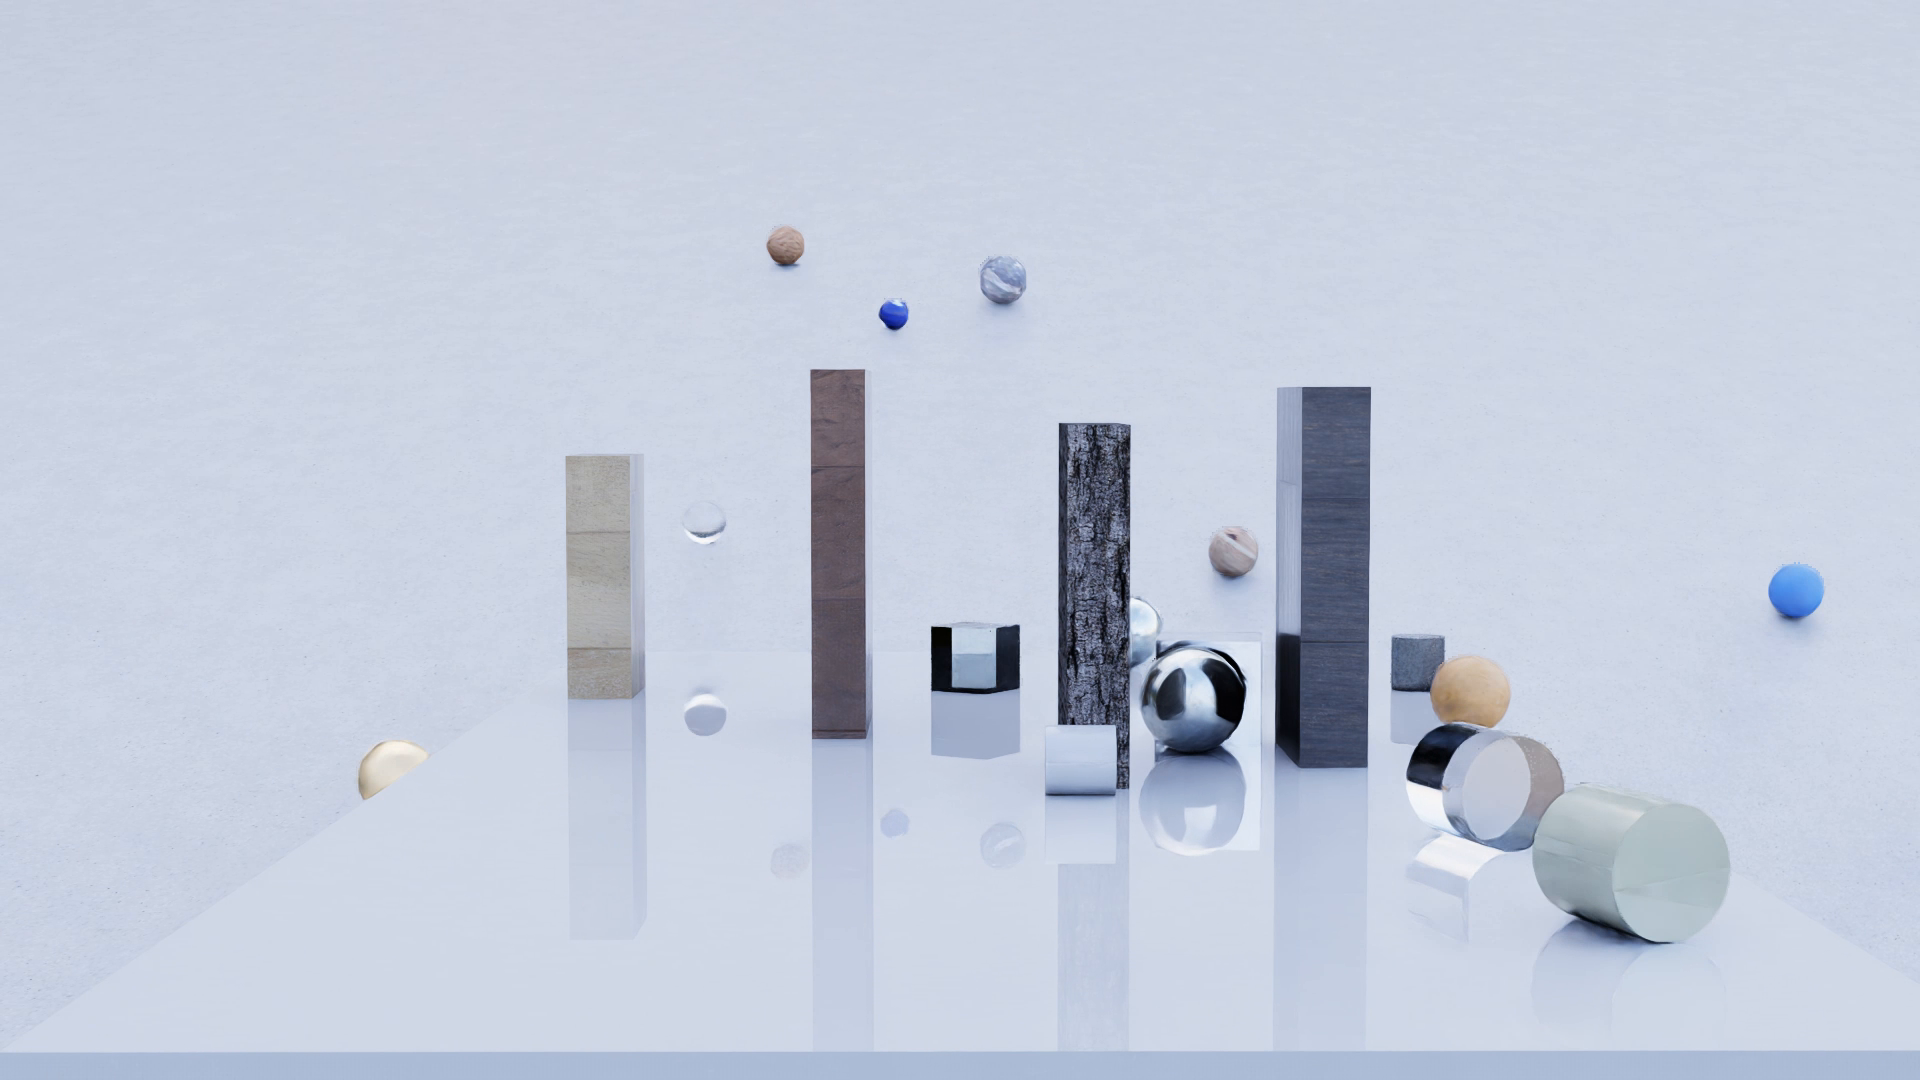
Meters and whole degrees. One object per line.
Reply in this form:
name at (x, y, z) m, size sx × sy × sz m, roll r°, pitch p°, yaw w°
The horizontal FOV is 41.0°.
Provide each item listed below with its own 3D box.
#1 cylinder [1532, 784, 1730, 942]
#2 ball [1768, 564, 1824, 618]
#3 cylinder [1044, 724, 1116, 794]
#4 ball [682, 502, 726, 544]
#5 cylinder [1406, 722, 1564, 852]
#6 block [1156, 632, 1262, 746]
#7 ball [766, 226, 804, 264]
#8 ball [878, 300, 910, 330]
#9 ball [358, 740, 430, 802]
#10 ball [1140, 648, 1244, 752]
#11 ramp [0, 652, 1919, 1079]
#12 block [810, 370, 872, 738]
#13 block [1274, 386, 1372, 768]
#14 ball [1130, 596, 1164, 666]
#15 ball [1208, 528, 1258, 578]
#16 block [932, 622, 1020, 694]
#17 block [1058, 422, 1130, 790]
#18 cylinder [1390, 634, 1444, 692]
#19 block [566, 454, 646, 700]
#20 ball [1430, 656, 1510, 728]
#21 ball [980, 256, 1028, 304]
cylinder at (0.809, 0.389, 3.107) m, size 0.166 × 0.166 × 0.166 m, roll -8°, pitch 6°, yaw -20°
ball at (2.267, 0.139, 6.970) m, size 0.143 × 0.143 × 0.143 m, roll 0°, pitch 21°, yaw 0°
cylinder at (0.195, 0.357, 4.172) m, size 0.114 × 0.114 × 0.114 m, roll 0°, pitch 21°, yaw 1°
ball at (-0.745, -0.050, 7.485) m, size 0.125 × 0.125 × 0.125 m, roll 0°, pitch 21°, yaw 0°
cylinder at (0.759, 0.356, 3.720) m, size 0.165 × 0.165 × 0.165 m, roll -7°, pitch 5°, yaw -18°
block at (0.472, 0.279, 4.855) m, size 0.194 × 0.194 × 0.194 m, roll 0°, pitch 3°, yaw 8°
ball at (-0.705, -1.192, 10.404) m, size 0.154 × 0.154 × 0.154 m, roll 0°, pitch 21°, yaw 0°
ball at (-0.245, -0.838, 9.543) m, size 0.113 × 0.113 × 0.113 m, roll 0°, pitch 21°, yaw 0°
ball at (-1.285, 0.544, 5.869) m, size 0.179 × 0.179 × 0.179 m, roll 0°, pitch 21°, yaw 0°
ball at (0.421, 0.290, 4.667) m, size 0.191 × 0.191 × 0.191 m, roll 0°, pitch 21°, yaw 0°
ramp at (0.049, 0.444, 4.532) m, size 2.000 × 0.100 × 4.000 m, roll 0°, pitch 3°, yaw 0°
block at (-0.230, 0.017, 5.043) m, size 0.103 × 0.698 × 0.409 m, roll 0°, pitch 3°, yaw 0°
block at (0.650, 0.057, 4.626) m, size 0.119 × 0.662 × 0.349 m, roll 0°, pitch 3°, yaw 0°
ball at (0.403, 0.219, 6.164) m, size 0.169 × 0.169 × 0.169 m, roll 0°, pitch 21°, yaw 0°
ball at (0.771, 0.034, 7.244) m, size 0.141 × 0.141 × 0.141 m, roll 0°, pitch 21°, yaw 0°
block at (0.034, 0.259, 5.679) m, size 0.143 × 0.143 × 0.143 m, roll 2°, pitch 4°, yaw 31°
block at (0.227, 0.101, 4.400) m, size 0.103 × 0.599 × 0.371 m, roll 0°, pitch 3°, yaw 0°
cylinder at (1.013, 0.271, 5.683) m, size 0.117 × 0.117 × 0.117 m, roll 0°, pitch 3°, yaw 0°
block at (-0.772, 0.074, 5.611) m, size 0.137 × 0.521 × 0.247 m, roll 0°, pitch 3°, yaw 0°
ball at (0.977, 0.297, 4.917) m, size 0.151 × 0.151 × 0.151 m, roll 0°, pitch 21°, yaw 0°
ball at (0.166, -0.998, 9.858) m, size 0.185 × 0.185 × 0.185 m, roll 0°, pitch 21°, yaw 0°
